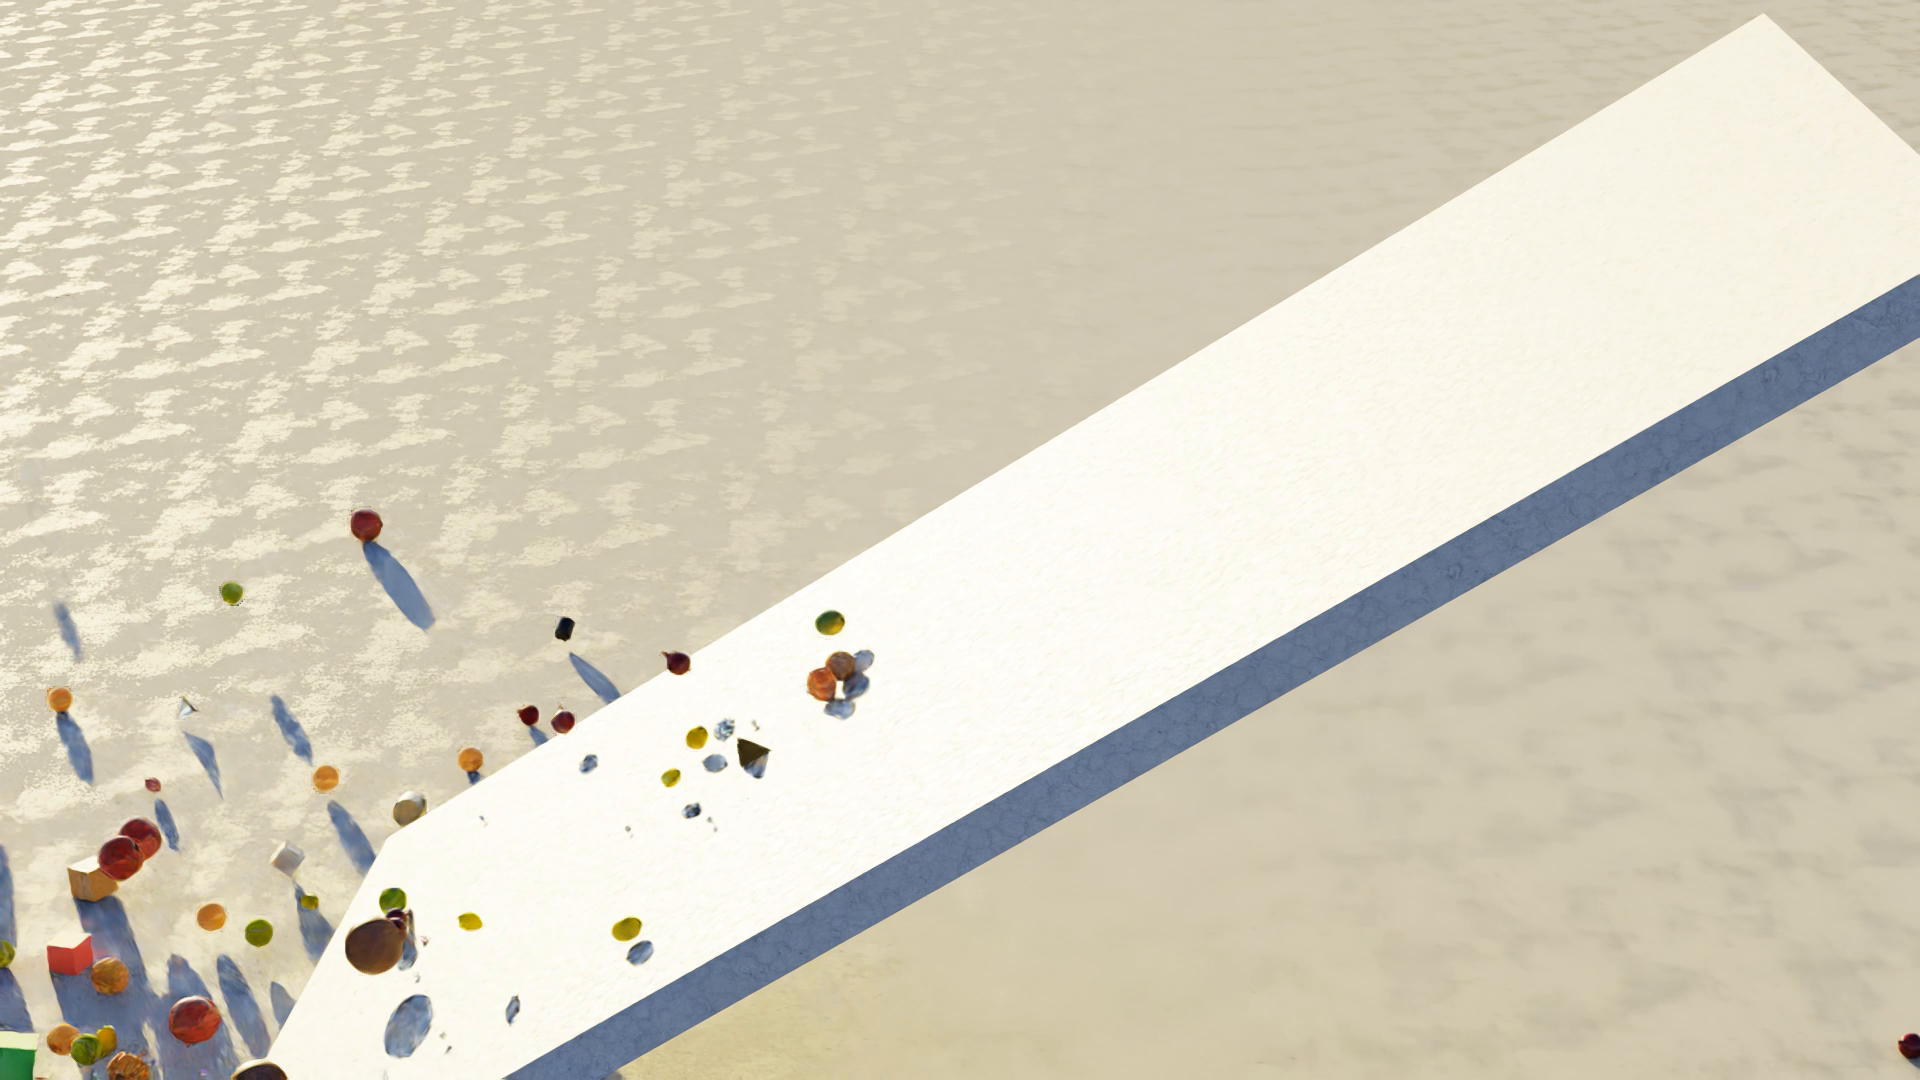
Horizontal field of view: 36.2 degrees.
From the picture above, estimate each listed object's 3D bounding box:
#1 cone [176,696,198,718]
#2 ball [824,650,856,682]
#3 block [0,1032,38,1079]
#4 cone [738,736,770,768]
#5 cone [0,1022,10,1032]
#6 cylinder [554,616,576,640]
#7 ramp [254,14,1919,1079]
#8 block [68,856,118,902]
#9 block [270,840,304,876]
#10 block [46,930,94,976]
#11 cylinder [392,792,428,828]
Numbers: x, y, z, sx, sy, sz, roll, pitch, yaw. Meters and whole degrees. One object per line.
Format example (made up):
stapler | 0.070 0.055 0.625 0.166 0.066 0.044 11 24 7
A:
cone | -2.273 0.502 8.604 0.065 0.065 0.065 -47 33 -6
ball | -0.265 0.278 6.494 0.069 0.069 0.069 0 20 0
block | -2.138 1.172 6.651 0.087 0.087 0.087 8 12 -16
cone | -0.445 0.458 6.396 0.067 0.067 0.067 -6 20 4
cone | -2.226 1.169 6.728 0.100 0.100 0.100 14 34 32
cylinder | -1.232 0.277 9.163 0.053 0.053 0.053 4 47 12
ramp | 0.139 0.171 6.295 4.000 0.100 2.000 -31 15 14
block | -2.228 0.871 7.557 0.082 0.082 0.082 7 21 33
block | -1.749 0.827 7.652 0.062 0.062 0.062 38 1 -16
block | -2.178 1.011 7.196 0.075 0.075 0.075 6 21 15
cylinder | -1.485 0.727 7.942 0.080 0.080 0.080 1 12 2
